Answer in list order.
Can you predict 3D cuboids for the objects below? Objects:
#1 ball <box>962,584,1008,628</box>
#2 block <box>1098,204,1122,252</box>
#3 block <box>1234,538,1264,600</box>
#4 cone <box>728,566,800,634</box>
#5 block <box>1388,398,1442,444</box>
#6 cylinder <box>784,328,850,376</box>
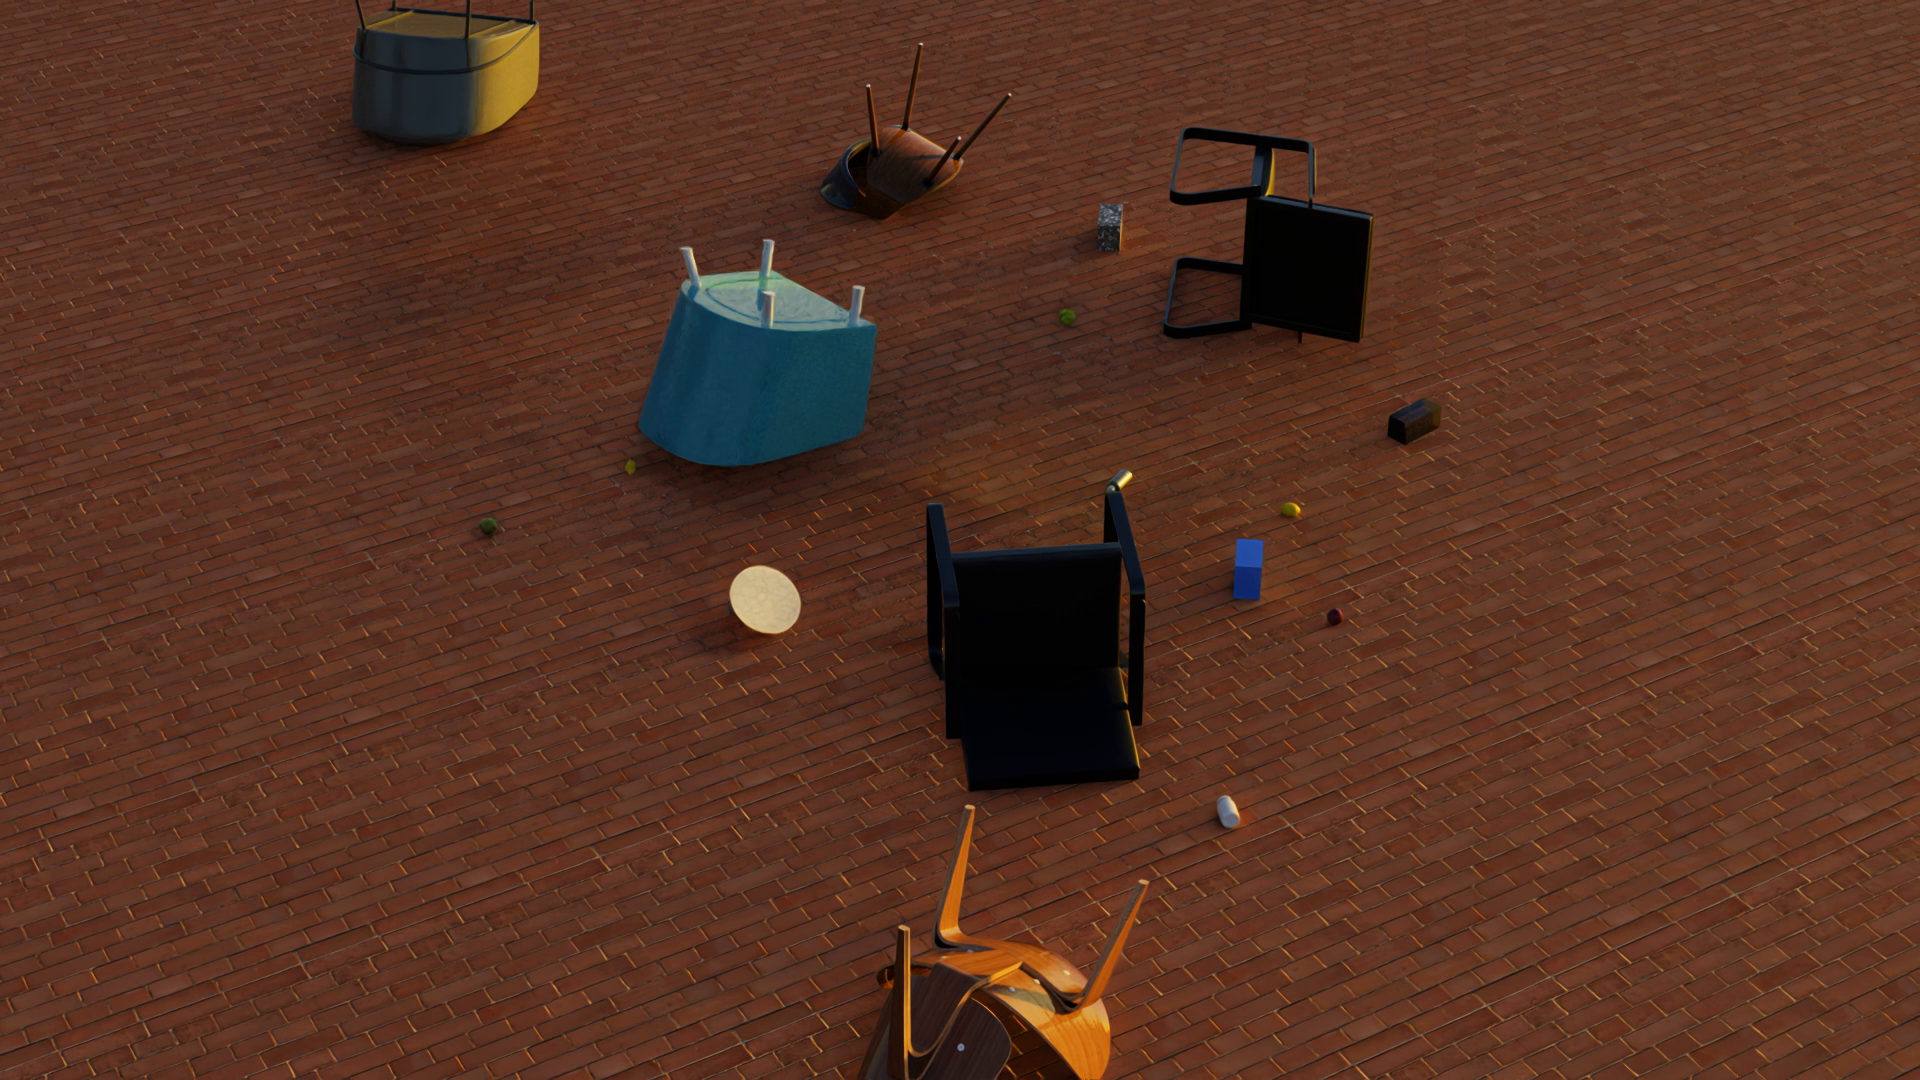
[{"bbox_3d":[0.089,0.235,10.444,0.158,0.158,0.158,0,33,0],"label":"ball"},{"bbox_3d":[0.661,-1.377,12.918,0.099,0.127,0.209,3,34,5],"label":"block"},{"bbox_3d":[1.048,0.107,10.653,0.096,0.143,0.181,4,34,6],"label":"block"},{"bbox_3d":[-0.764,0.235,10.484,0.331,0.244,0.212,8,-17,-44],"label":"cone"},{"bbox_3d":[1.794,-0.468,11.570,0.205,0.094,0.093,-26,41,-33],"label":"block"},{"bbox_3d":[-0.585,-0.771,12.011,0.256,0.113,0.116,-27,79,-35],"label":"cylinder"}]
